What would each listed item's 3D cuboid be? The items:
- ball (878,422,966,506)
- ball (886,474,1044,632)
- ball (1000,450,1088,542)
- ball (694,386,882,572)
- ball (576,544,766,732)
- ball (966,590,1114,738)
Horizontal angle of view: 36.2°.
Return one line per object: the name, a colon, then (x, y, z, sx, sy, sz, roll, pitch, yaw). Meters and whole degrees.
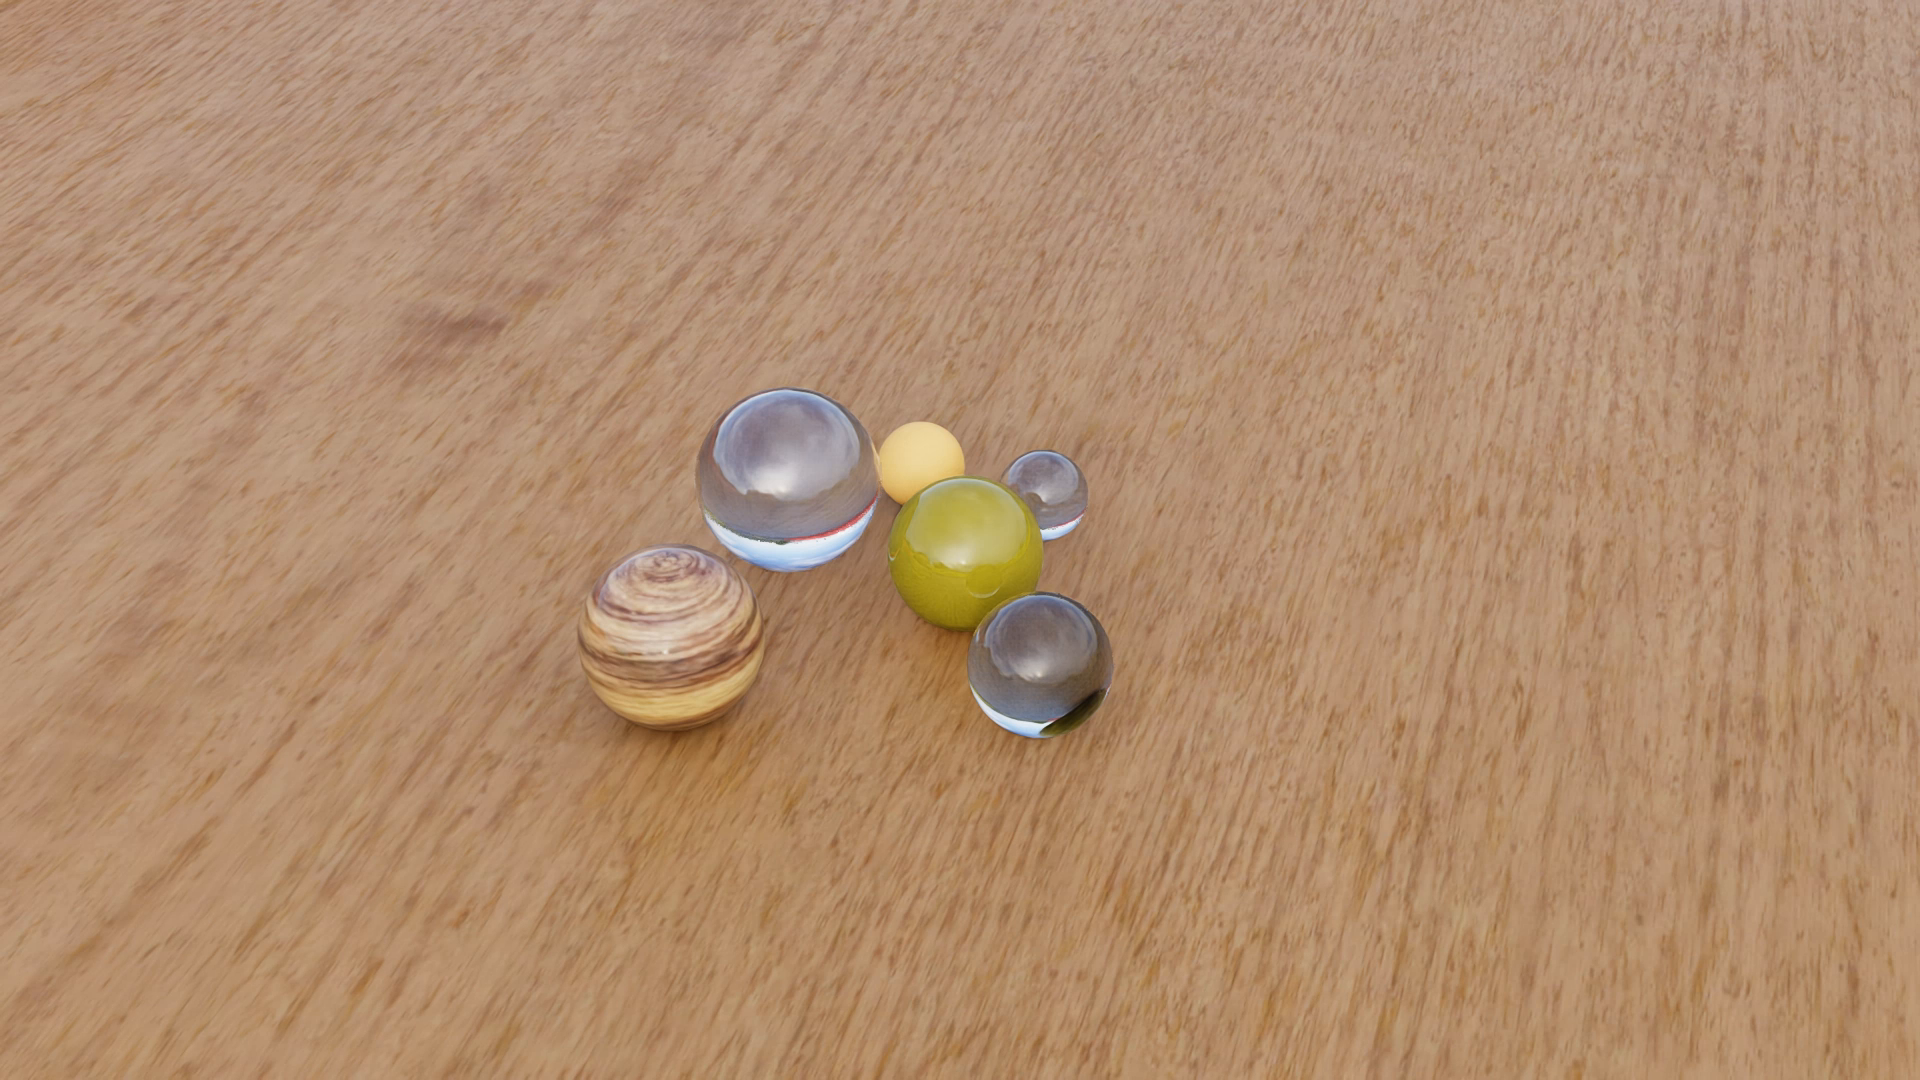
ball: (-0.021, -0.041, 1.612, 0.048, 0.048, 0.048, 0, 32, 0)
ball: (0.003, 0.007, 1.506, 0.081, 0.081, 0.081, 0, 32, 0)
ball: (0.045, -0.024, 1.584, 0.050, 0.050, 0.050, 0, 32, 0)
ball: (-0.091, -0.032, 1.551, 0.098, 0.098, 0.098, 0, 32, 0)
ball: (-0.140, 0.047, 1.431, 0.091, 0.091, 0.091, 0, 32, 0)
ball: (0.039, 0.061, 1.429, 0.072, 0.072, 0.072, 0, 32, 0)
